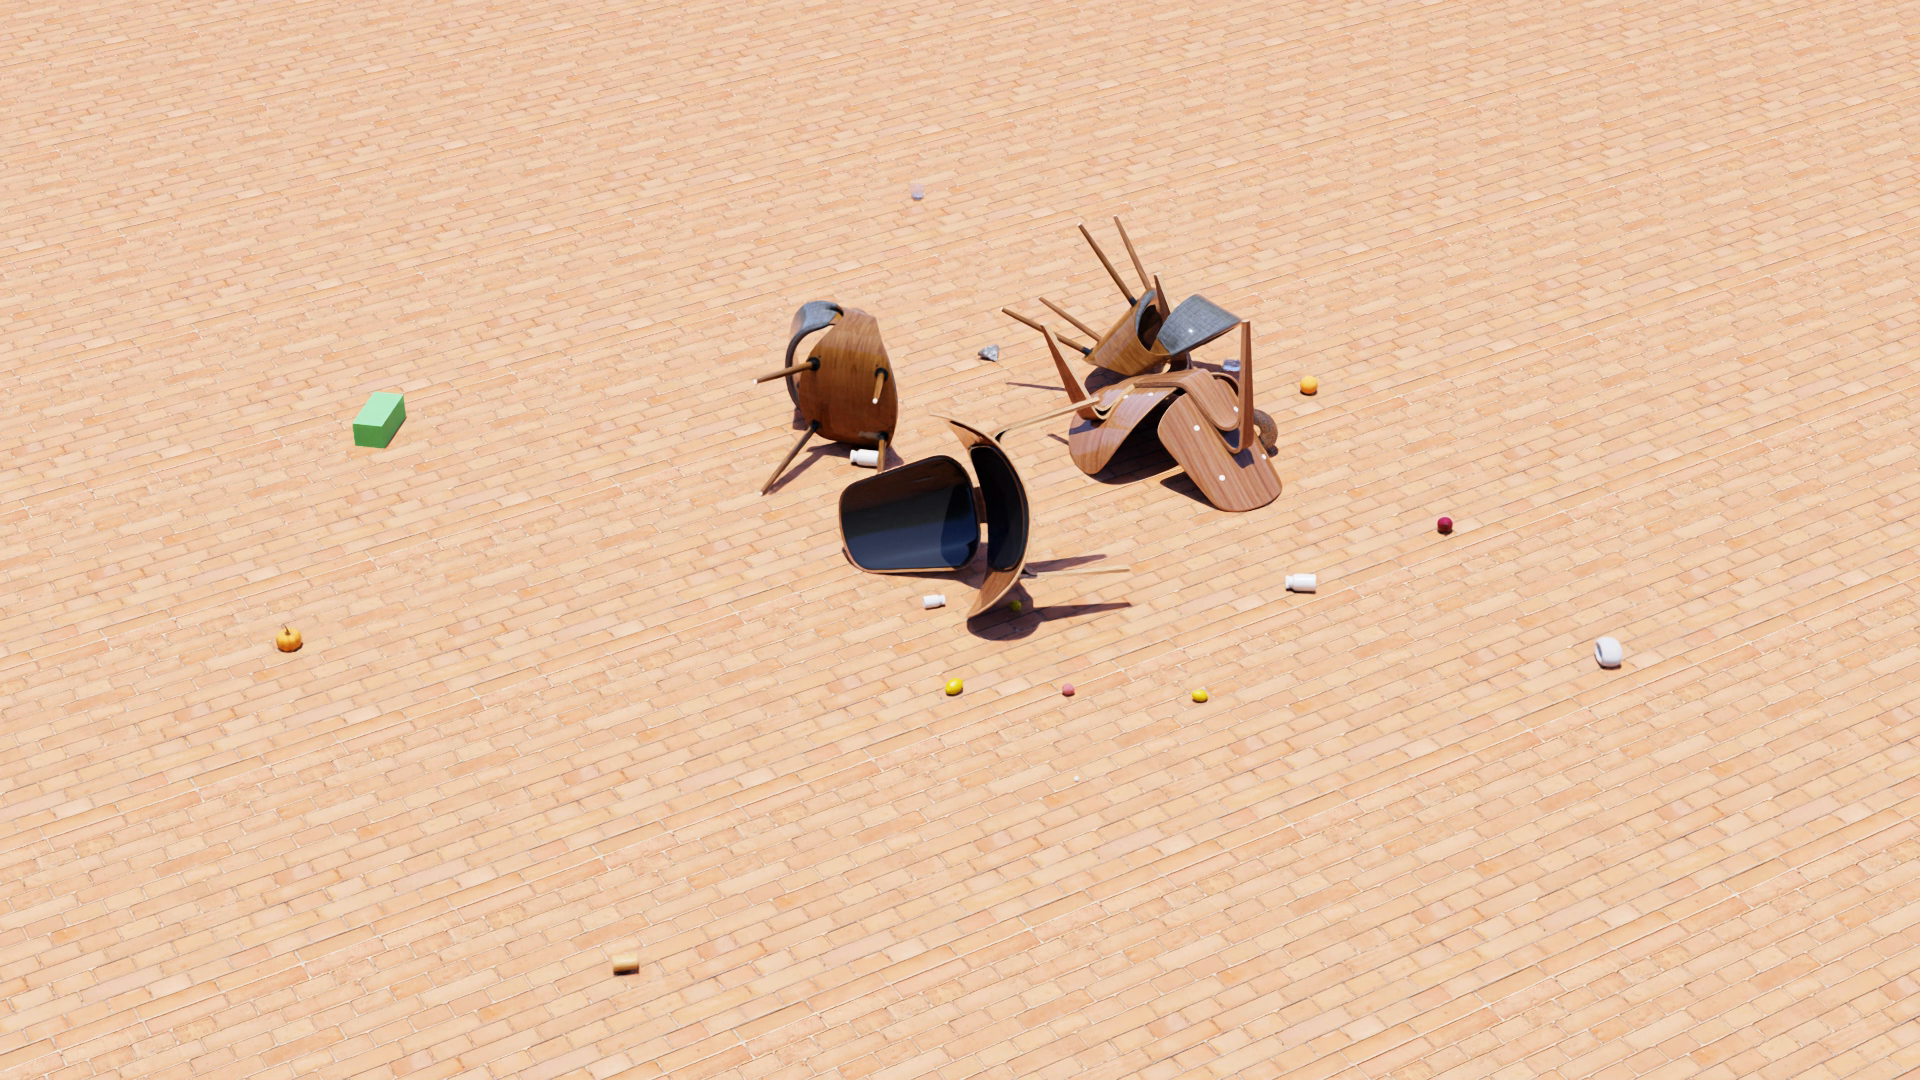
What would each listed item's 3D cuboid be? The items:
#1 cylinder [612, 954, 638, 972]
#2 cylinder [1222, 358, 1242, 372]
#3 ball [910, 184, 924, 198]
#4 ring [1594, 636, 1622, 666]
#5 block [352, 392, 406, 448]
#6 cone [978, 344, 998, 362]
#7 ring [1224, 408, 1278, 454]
[{"bbox_3d":[-1.021,1.289,8.941,0.075,0.047,0.061,-5,5,-8],"label":"cylinder"},{"bbox_3d":[1.116,-0.717,12.000,0.073,0.034,0.058,9,46,13],"label":"cylinder"},{"bbox_3d":[-0.193,-1.579,13.283,0.064,0.064,0.064,0,33,0],"label":"ball"},{"bbox_3d":[2.273,0.392,10.277,0.074,0.083,0.121,0,46,-9],"label":"ring"},{"bbox_3d":[-2.291,-0.474,11.570,0.121,0.102,0.249,6,34,9],"label":"block"},{"bbox_3d":[0.134,-0.757,12.069,0.108,0.059,0.069,-20,61,-30],"label":"cone"},{"bbox_3d":[1.135,-0.423,11.431,0.212,0.183,0.105,12,16,-4],"label":"ring"}]
